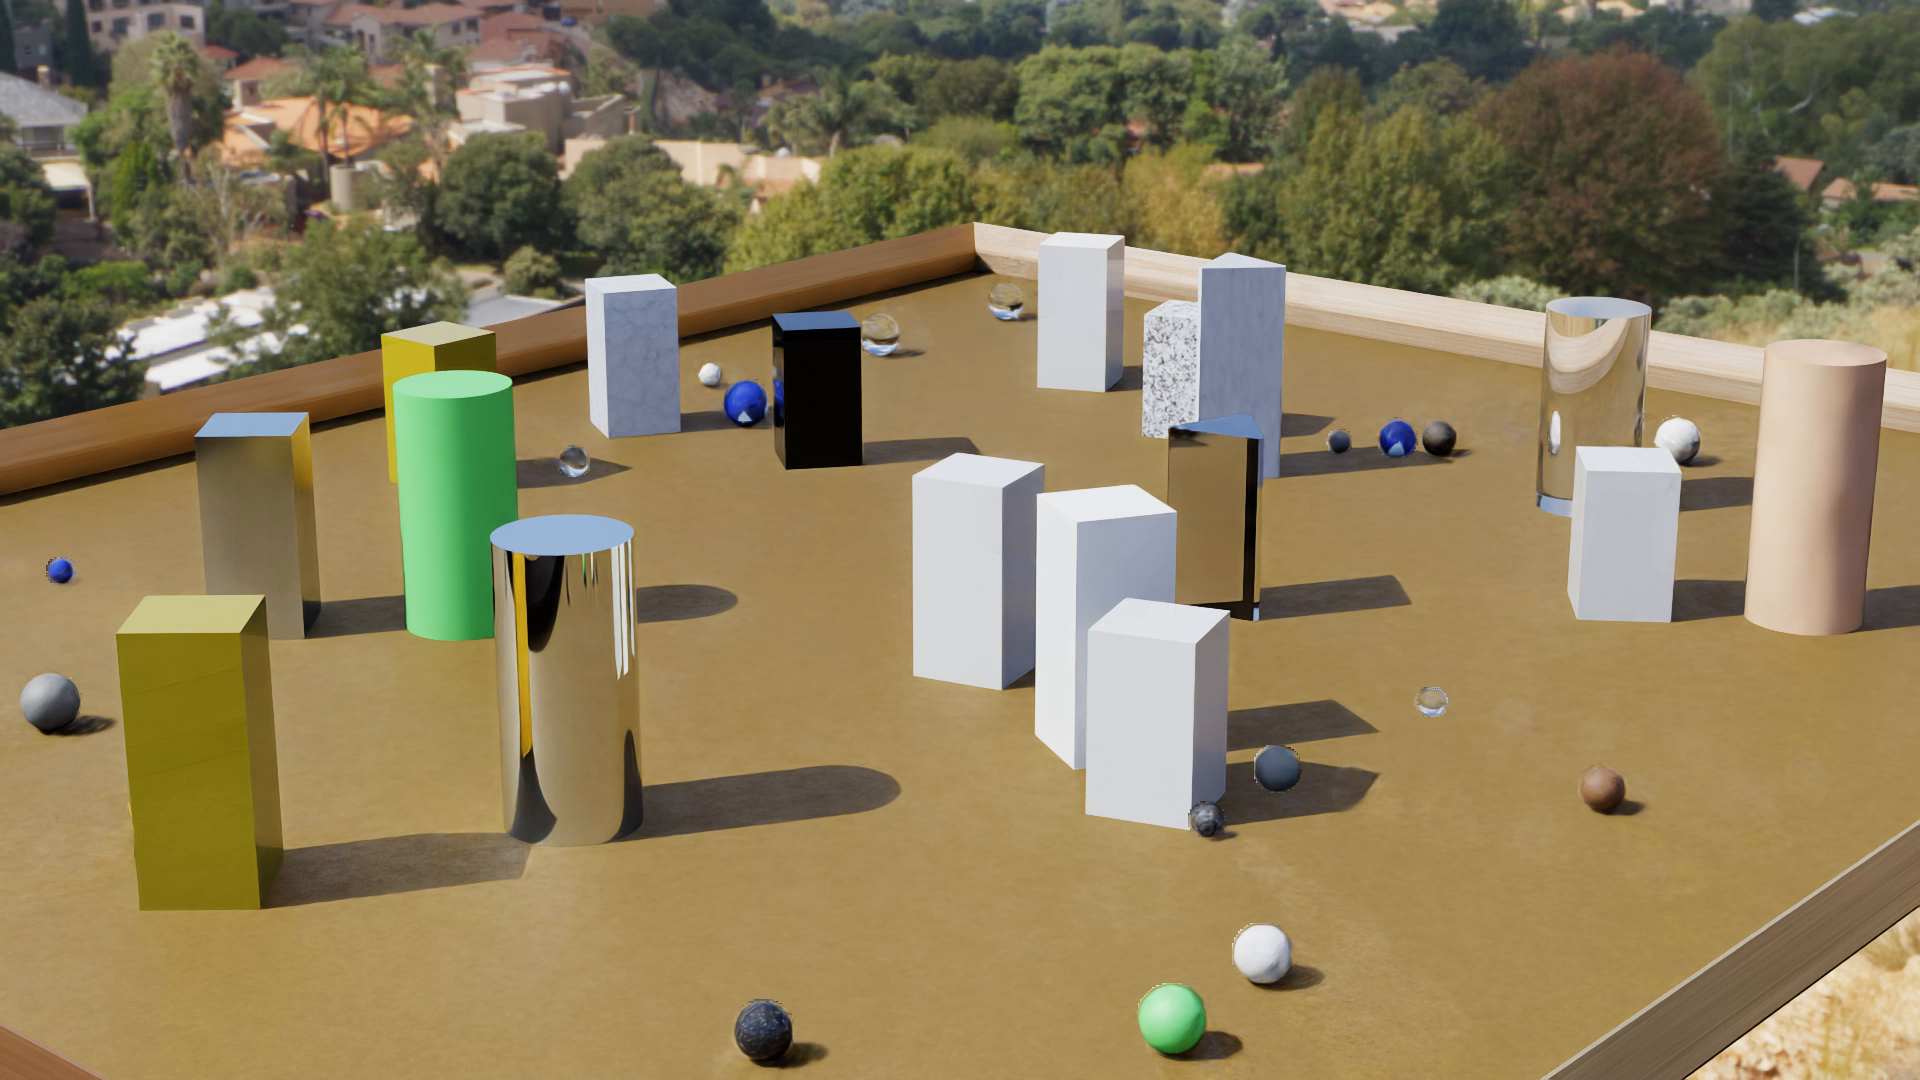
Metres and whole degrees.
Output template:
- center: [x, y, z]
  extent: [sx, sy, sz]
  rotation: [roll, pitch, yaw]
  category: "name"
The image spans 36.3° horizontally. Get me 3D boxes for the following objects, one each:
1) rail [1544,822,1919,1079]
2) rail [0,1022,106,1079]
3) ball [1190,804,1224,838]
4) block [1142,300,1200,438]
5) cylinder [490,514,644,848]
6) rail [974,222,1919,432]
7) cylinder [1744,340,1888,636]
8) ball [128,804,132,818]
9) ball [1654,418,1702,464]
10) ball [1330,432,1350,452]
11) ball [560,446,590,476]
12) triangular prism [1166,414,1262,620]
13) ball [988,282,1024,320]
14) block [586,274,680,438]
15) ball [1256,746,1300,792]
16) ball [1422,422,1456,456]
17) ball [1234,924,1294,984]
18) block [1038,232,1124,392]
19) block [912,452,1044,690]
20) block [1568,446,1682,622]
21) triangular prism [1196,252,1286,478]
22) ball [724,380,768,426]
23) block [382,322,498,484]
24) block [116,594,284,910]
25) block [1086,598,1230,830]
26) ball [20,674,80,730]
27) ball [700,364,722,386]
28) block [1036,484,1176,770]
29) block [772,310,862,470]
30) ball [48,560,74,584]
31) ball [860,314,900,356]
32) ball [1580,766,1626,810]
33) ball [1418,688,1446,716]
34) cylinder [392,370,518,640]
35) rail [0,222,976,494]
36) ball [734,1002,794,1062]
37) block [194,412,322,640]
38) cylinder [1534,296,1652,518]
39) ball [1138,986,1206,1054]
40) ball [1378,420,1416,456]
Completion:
- center: [1.366, 0.374, 3.984]
  extent: [0.045, 0.128, 4.332]
  rotation: [14, 22, 39]
  category: "rail"
- center: [-1.404, 0.499, 3.571]
  extent: [3.665, 0.128, 0.045]
  rotation: [14, 22, 39]
  category: "rail"
- center: [0.344, 0.390, 4.077]
  extent: [0.046, 0.046, 0.046]
  rotation: [0, 17, 0]
  category: "ball"
- center: [0.487, -0.356, 6.179]
  extent: [0.157, 0.262, 0.157]
  rotation: [7, 18, 22]
  category: "block"
- center: [-0.545, 0.194, 4.077]
  extent: [0.196, 0.421, 0.196]
  rotation: [0, 17, 0]
  category: "cylinder"
- center: [1.404, -0.435, 6.669]
  extent: [3.665, 0.128, 0.045]
  rotation: [14, 22, 39]
  category: "rail"
- center: [1.441, -0.090, 4.945]
  extent: [0.196, 0.464, 0.196]
  rotation: [0, 17, 0]
  category: "cylinder"
- center: [-1.114, 0.370, 4.080]
  extent: [0.082, 0.082, 0.082]
  rotation: [0, 17, 0]
  category: "ball"
- center: [1.460, -0.202, 5.963]
  extent: [0.091, 0.091, 0.091]
  rotation: [0, 17, 0]
  category: "ball"
- center: [0.783, -0.202, 6.043]
  extent: [0.045, 0.045, 0.045]
  rotation: [0, 17, 0]
  category: "ball"
- center: [-0.772, -0.157, 5.867]
  extent: [0.060, 0.060, 0.060]
  rotation: [0, 17, 0]
  category: "ball"
- center: [0.464, -0.046, 5.047]
  extent: [0.170, 0.321, 0.147]
  rotation: [9, 19, 26]
  category: "triangular prism"
- center: [0.113, -0.591, 7.256]
  extent: [0.090, 0.090, 0.090]
  rotation: [0, 17, 0]
  category: "ball"
- center: [-0.692, -0.391, 6.208]
  extent: [0.157, 0.311, 0.157]
  rotation: [-6, 18, -20]
  category: "block"
- center: [0.459, 0.331, 4.240]
  extent: [0.064, 0.064, 0.064]
  rotation: [0, 17, 0]
  category: "ball"
- center: [0.984, -0.209, 6.021]
  extent: [0.070, 0.070, 0.070]
  rotation: [0, 17, 0]
  category: "ball"
- center: [0.375, 0.512, 3.625]
  extent: [0.073, 0.073, 0.073]
  rotation: [0, 17, 0]
  category: "ball"
- center: [0.272, -0.513, 6.591]
  extent: [0.157, 0.325, 0.157]
  rotation: [5, 18, 17]
  category: "block"
- center: [0.030, 0.048, 4.710]
  extent: [0.157, 0.335, 0.157]
  rotation: [8, 19, 25]
  category: "block"
- center: [1.137, -0.011, 5.028]
  extent: [0.157, 0.265, 0.157]
  rotation: [1, 17, 5]
  category: "block"
- center: [0.546, -0.349, 5.864]
  extent: [0.170, 0.429, 0.147]
  rotation: [-2, 17, -5]
  category: "triangular prism"
- center: [-0.456, -0.292, 6.250]
  extent: [0.097, 0.097, 0.097]
  rotation: [0, 17, 0]
  category: "ball"
- center: [-1.024, -0.262, 5.801]
  extent: [0.157, 0.300, 0.157]
  rotation: [14, 21, 38]
  category: "block"
- center: [-0.997, 0.279, 3.861]
  extent: [0.157, 0.383, 0.157]
  rotation: [0, 17, -1]
  category: "block"
- center: [0.281, 0.245, 4.161]
  extent: [0.157, 0.276, 0.157]
  rotation: [7, 18, 22]
  category: "block"
- center: [-1.390, 0.247, 4.479]
  extent: [0.087, 0.087, 0.087]
  rotation: [0, 17, 0]
  category: "ball"
- center: [-0.560, -0.370, 6.589]
  extent: [0.052, 0.052, 0.052]
  rotation: [0, 17, 0]
  category: "ball"
- center: [0.215, 0.128, 4.366]
  extent: [0.157, 0.381, 0.157]
  rotation: [-6, 18, -19]
  category: "block"
- center: [-0.291, -0.306, 5.968]
  extent: [0.157, 0.288, 0.157]
  rotation: [-3, 17, -11]
  category: "block"
- center: [-1.592, 0.055, 5.192]
  extent: [0.043, 0.043, 0.043]
  rotation: [0, 17, 0]
  category: "ball"
- center: [-0.188, -0.482, 6.880]
  extent: [0.098, 0.098, 0.098]
  rotation: [0, 17, 0]
  category: "ball"
- center: [0.914, 0.353, 4.169]
  extent: [0.063, 0.063, 0.063]
  rotation: [0, 17, 0]
  category: "ball"
- center: [0.730, 0.252, 4.540]
  extent: [0.044, 0.044, 0.044]
  rotation: [0, 17, 0]
  category: "ball"
- center: [-0.842, -0.059, 4.926]
  extent: [0.196, 0.416, 0.196]
  rotation: [0, 17, 0]
  category: "cylinder"
- center: [-1.366, -0.310, 6.256]
  extent: [0.045, 0.128, 4.332]
  rotation: [14, 22, 39]
  category: "rail"
- center: [-0.229, 0.574, 3.426]
  extent: [0.069, 0.069, 0.069]
  rotation: [0, 17, 0]
  category: "ball"
- center: [-1.176, -0.024, 4.921]
  extent: [0.157, 0.351, 0.157]
  rotation: [0, 17, -2]
  category: "block"
- center: [1.212, -0.254, 5.618]
  extent: [0.196, 0.390, 0.196]
  rotation: [0, 17, 0]
  category: "cylinder"
- center: [0.250, 0.563, 3.444]
  extent: [0.080, 0.080, 0.080]
  rotation: [0, 17, 0]
  category: "ball"
- center: [0.897, -0.208, 6.009]
  extent: [0.075, 0.075, 0.075]
  rotation: [0, 17, 0]
  category: "ball"
